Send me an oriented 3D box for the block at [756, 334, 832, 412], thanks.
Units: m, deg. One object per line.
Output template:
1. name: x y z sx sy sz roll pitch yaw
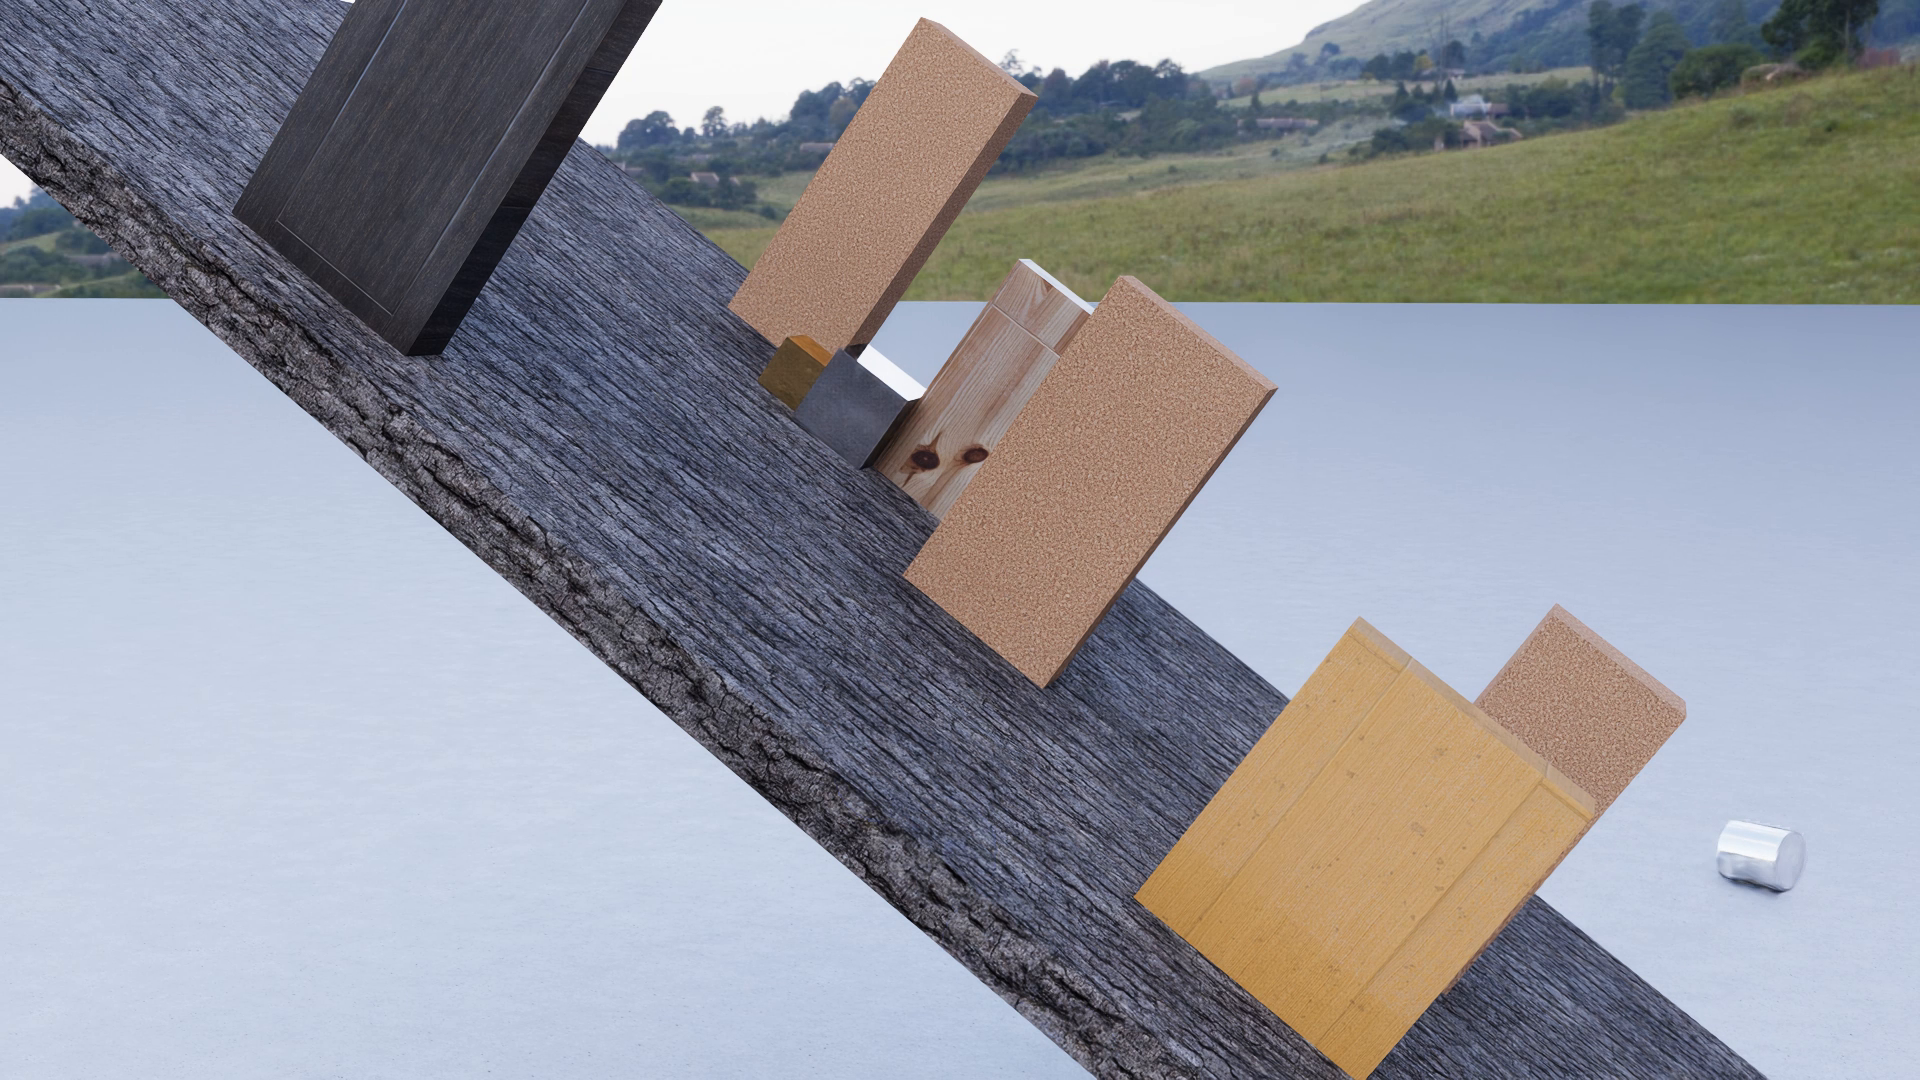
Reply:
1. block: -0.320 -0.337 4.470 0.113 0.113 0.113 38 16 8

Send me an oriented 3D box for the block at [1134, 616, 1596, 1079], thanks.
1. block: 0.600 0.464 3.296 0.435 0.541 0.097 39 16 9

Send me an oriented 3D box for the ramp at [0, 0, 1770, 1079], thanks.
1. ramp: -0.063 0.126 4.069 4.000 0.100 2.000 39 16 9

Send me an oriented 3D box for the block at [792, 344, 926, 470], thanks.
1. block: -0.196 -0.270 4.425 0.174 0.174 0.174 38 16 7

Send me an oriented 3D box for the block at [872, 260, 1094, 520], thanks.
1. block: 0.149 -0.220 4.375 0.435 0.514 0.085 39 16 9

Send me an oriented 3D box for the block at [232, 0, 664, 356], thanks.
1. block: -0.778 -0.689 3.376 0.375 0.730 0.108 39 16 9

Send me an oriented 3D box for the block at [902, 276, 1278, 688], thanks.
1. block: 0.227 -0.101 3.908 0.327 0.669 0.107 39 16 9

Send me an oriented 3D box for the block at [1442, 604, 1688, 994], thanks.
1. block: 0.953 0.455 3.870 0.276 0.646 0.146 39 16 9

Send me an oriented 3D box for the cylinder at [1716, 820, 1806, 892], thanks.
1. cylinder: 2.426 0.956 6.661 0.186 0.186 0.186 -6 9 -41

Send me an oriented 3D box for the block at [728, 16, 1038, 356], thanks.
1. block: -0.169 -0.722 4.721 0.271 0.749 0.141 39 16 9
